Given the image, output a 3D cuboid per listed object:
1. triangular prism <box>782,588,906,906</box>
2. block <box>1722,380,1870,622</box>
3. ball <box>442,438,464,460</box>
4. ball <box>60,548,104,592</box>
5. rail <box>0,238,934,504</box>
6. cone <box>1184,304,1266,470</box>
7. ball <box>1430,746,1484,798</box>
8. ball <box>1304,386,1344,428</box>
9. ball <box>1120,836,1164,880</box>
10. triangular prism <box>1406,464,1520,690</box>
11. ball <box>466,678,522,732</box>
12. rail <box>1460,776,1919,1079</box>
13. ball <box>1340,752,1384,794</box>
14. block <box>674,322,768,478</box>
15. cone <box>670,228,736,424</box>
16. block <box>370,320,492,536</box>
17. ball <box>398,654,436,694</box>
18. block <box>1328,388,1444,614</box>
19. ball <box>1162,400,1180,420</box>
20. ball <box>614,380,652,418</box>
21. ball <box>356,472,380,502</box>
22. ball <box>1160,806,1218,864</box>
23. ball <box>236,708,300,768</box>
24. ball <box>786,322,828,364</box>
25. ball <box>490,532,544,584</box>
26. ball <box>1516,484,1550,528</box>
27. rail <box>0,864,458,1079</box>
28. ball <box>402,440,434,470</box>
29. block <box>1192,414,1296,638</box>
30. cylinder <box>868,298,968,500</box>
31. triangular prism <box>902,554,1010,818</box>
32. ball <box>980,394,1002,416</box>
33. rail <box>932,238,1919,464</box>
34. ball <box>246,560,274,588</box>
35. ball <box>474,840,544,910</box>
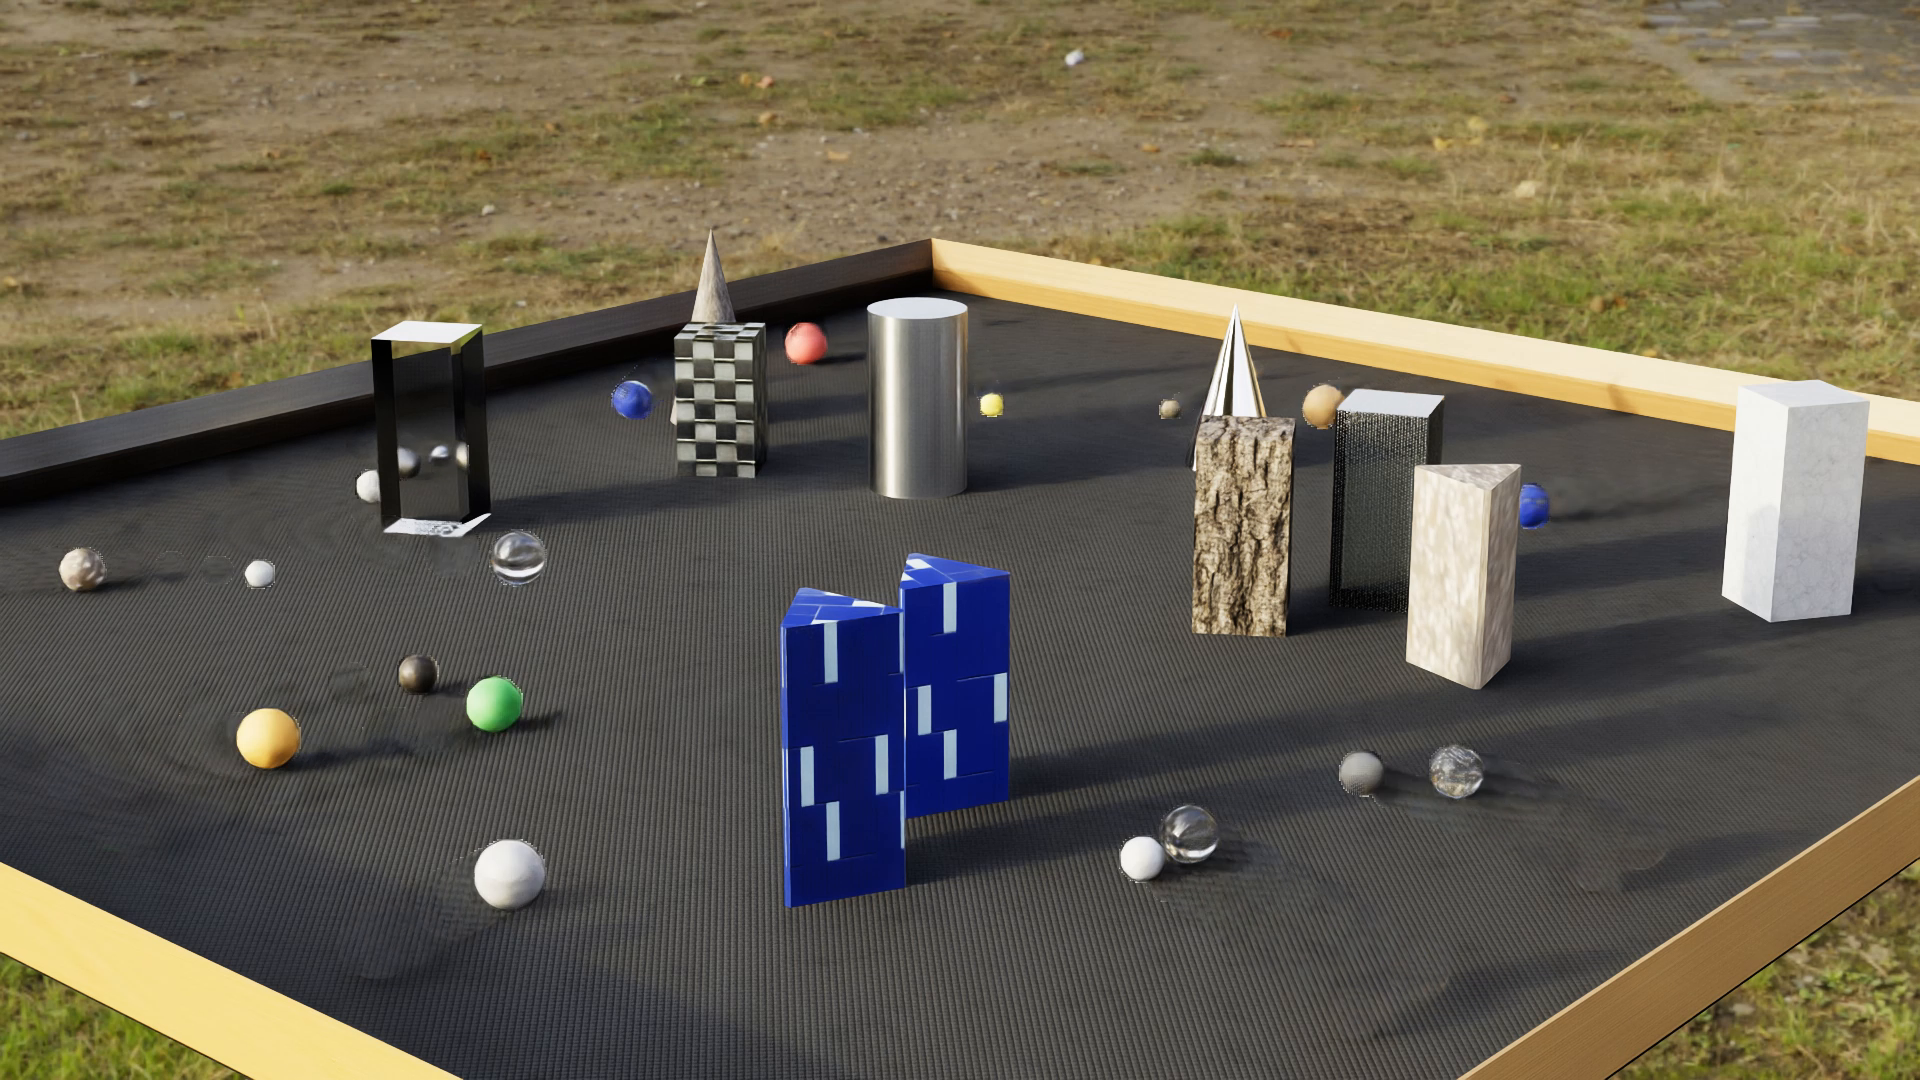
[{"bbox_3d":[-0.179,0.268,3.891,0.169,0.387,0.146,-7,18,-23],"label":"triangular prism"},{"bbox_3d":[1.430,-0.068,5.023,0.156,0.377,0.156,-5,17,-16],"label":"block"},{"bbox_3d":[-1.036,-0.188,5.993,0.045,0.045,0.045,0,17,0],"label":"ball"},{"bbox_3d":[-1.540,0.053,5.142,0.076,0.076,0.076,0,17,0],"label":"ball"},{"bbox_3d":[-1.316,-0.298,6.214,0.045,0.127,3.843,14,22,39],"label":"rail"},{"bbox_3d":[0.553,-0.317,5.919,0.195,0.335,0.195,0,17,0],"label":"cone"},{"bbox_3d":[0.714,0.333,4.213,0.076,0.076,0.076,0,17,0],"label":"ball"},{"bbox_3d":[0.775,-0.284,6.233,0.090,0.090,0.090,0,17,0],"label":"ball"},{"bbox_3d":[0.245,0.427,3.930,0.060,0.060,0.060,0,17,0],"label":"ball"},{"bbox_3d":[0.837,0.048,4.718,0.146,0.330,0.169,-11,20,-31],"label":"triangular prism"},{"bbox_3d":[-0.711,0.251,4.470,0.084,0.084,0.084,0,17,0],"label":"ball"},{"bbox_3d":[1.316,0.362,4.026,0.045,0.127,3.843,14,22,39],"label":"rail"},{"bbox_3d":[0.581,0.336,4.228,0.062,0.062,0.062,0,17,0],"label":"ball"},{"bbox_3d":[-0.479,-0.284,5.903,0.156,0.281,0.156,2,17,6],"label":"block"},{"bbox_3d":[-0.526,-0.461,6.255,0.195,0.418,0.195,0,17,0],"label":"cone"},{"bbox_3d":[-0.990,-0.210,5.503,0.156,0.370,0.156,4,17,12],"label":"block"},{"bbox_3d":[-0.859,0.212,4.641,0.061,0.061,0.061,0,17,0],"label":"ball"},{"bbox_3d":[0.737,-0.068,5.068,0.156,0.349,0.156,6,18,18],"label":"block"},{"bbox_3d":[0.453,-0.280,6.306,0.041,0.041,0.041,0,17,0],"label":"ball"},{"bbox_3d":[-0.704,-0.302,6.307,0.083,0.083,0.083,0,17,0],"label":"ball"},{"bbox_3d":[-1.105,-0.101,5.510,0.058,0.058,0.058,0,17,0],"label":"ball"},{"bbox_3d":[0.312,0.400,3.985,0.079,0.079,0.079,0,17,0],"label":"ball"},{"bbox_3d":[-1.020,0.292,4.324,0.089,0.089,0.089,0,17,0],"label":"ball"},{"bbox_3d":[-0.356,-0.457,6.794,0.098,0.098,0.098,0,17,0],"label":"ball"},{"bbox_3d":[-0.781,0.032,5.178,0.095,0.095,0.095,0,17,0],"label":"ball"},{"bbox_3d":[1.070,-0.064,5.523,0.080,0.080,0.080,0,17,0],"label":"ball"},{"bbox_3d":[-1.244,0.445,3.748,3.532,0.127,0.045,14,22,39],"label":"rail"},{"bbox_3d":[-1.091,-0.171,5.905,0.063,0.063,0.063,0,17,0],"label":"ball"},{"bbox_3d":[0.479,-0.025,4.945,0.156,0.339,0.156,3,17,9],"label":"block"},{"bbox_3d":[-0.083,-0.279,5.753,0.195,0.359,0.195,0,17,0],"label":"cylinder"},{"bbox_3d":[-0.037,0.201,4.193,0.169,0.340,0.146,-8,19,-25],"label":"triangular prism"},{"bbox_3d":[0.068,-0.292,6.334,0.048,0.048,0.048,0,17,0],"label":"ball"},{"bbox_3d":[1.244,-0.382,6.492,3.532,0.127,0.045,14,22,39],"label":"rail"},{"bbox_3d":[-1.234,0.060,5.167,0.048,0.048,0.048,0,17,0],"label":"ball"},{"bbox_3d":[-0.590,0.438,3.837,0.091,0.091,0.091,0,17,0],"label":"ball"}]
